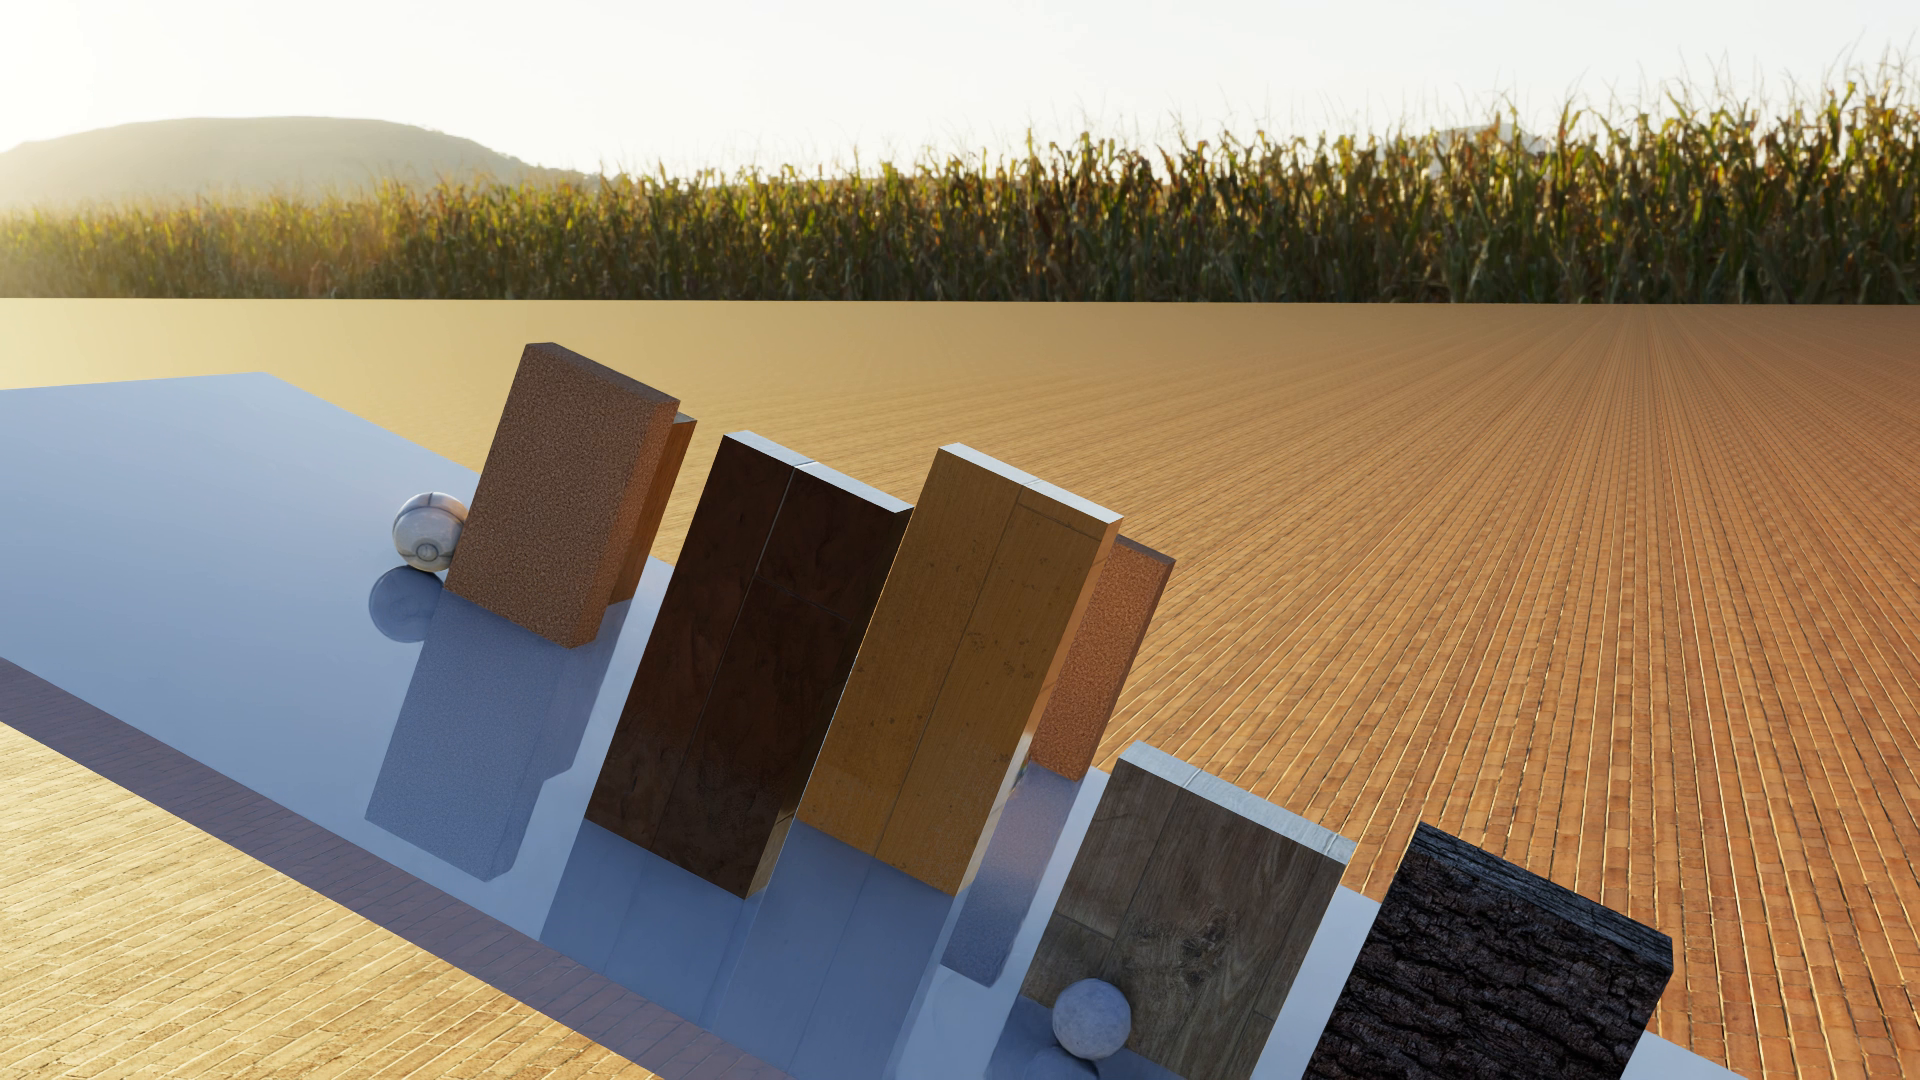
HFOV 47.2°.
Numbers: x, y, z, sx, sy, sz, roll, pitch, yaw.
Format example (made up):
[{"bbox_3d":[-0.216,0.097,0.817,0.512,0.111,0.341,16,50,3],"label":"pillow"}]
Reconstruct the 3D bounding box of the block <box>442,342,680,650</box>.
[{"bbox_3d":[-0.819,-0.093,4.511,0.309,0.545,0.116,25,13,13],"label":"block"}]

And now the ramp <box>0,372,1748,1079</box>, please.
[{"bbox_3d":[-0.306,0.542,4.194,4.000,0.100,2.000,25,13,13],"label":"ramp"}]

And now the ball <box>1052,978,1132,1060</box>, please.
[{"bbox_3d":[0.213,0.776,3.561,0.129,0.129,0.129,0,7,0],"label":"ball"}]

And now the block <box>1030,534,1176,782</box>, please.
[{"bbox_3d":[0.202,0.215,4.932,0.379,0.535,0.099,25,13,13],"label":"block"}]

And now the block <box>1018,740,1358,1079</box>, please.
[{"bbox_3d":[0.380,0.635,3.683,0.406,0.451,0.145,25,13,13],"label":"block"}]

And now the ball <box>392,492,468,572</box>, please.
[{"bbox_3d":[-1.100,-0.017,4.596,0.167,0.167,0.167,0,7,0],"label":"ball"}]

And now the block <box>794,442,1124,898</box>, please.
[{"bbox_3d":[-0.006,0.236,4.018,0.336,0.749,0.121,25,13,13],"label":"block"}]

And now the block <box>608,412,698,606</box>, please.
[{"bbox_3d":[-0.844,-0.135,4.889,0.372,0.436,0.142,25,13,13],"label":"block"}]

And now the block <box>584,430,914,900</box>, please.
[{"bbox_3d":[-0.356,0.208,3.660,0.316,0.707,0.102,25,13,13],"label":"block"}]

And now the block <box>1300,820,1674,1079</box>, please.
[{"bbox_3d":[0.648,0.779,2.988,0.361,0.687,0.148,25,13,13],"label":"block"}]

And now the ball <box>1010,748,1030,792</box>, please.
[{"bbox_3d":[0.038,0.435,4.500,0.208,0.208,0.208,0,7,0],"label":"ball"}]
